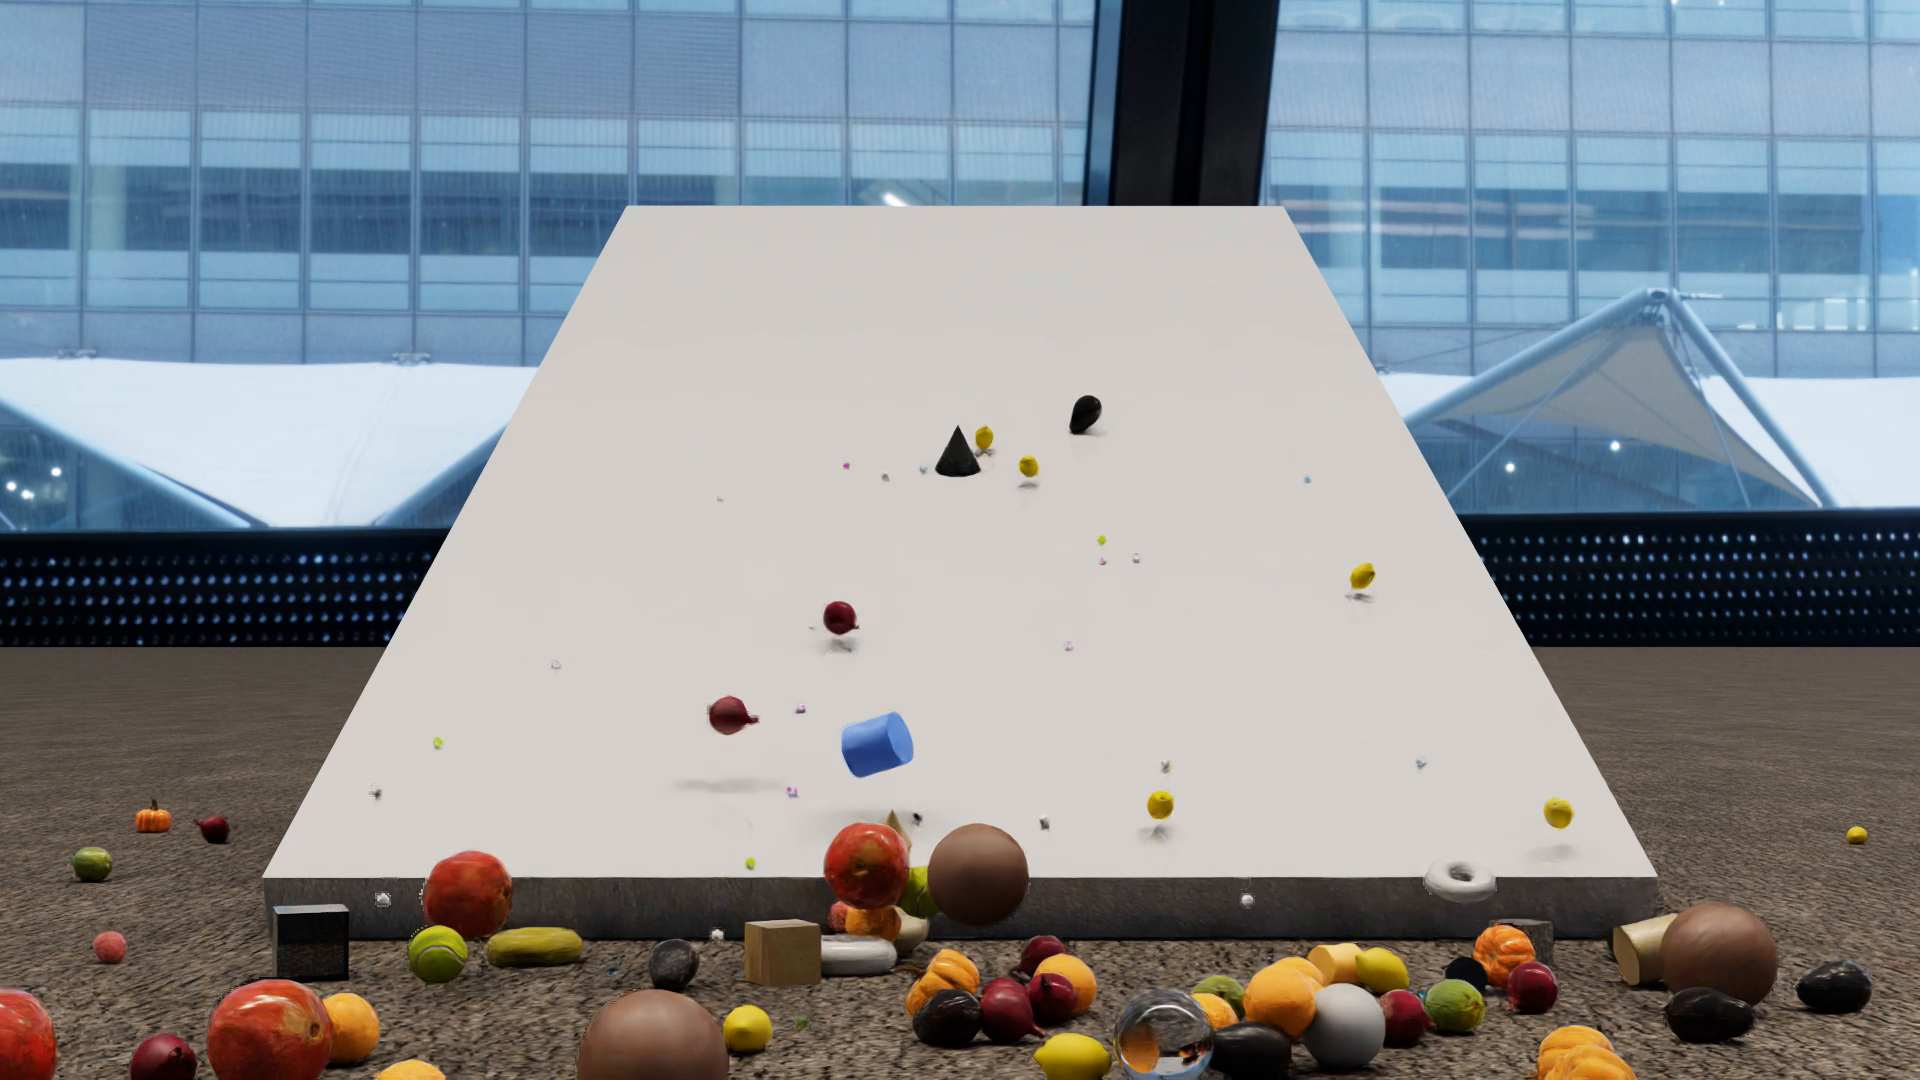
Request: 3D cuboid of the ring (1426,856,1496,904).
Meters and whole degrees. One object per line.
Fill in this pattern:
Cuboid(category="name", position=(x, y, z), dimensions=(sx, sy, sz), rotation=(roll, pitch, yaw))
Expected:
Cuboid(category="ring", position=(0.709, 0.482, 3.257), dimensions=(0.098, 0.033, 0.098), rotation=(0, 25, 0))

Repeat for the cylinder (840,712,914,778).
Cuboid(category="cylinder", position=(-0.124, 0.307, 3.438), dimensions=(0.080, 0.080, 0.080), rotation=(-20, -10, 21))

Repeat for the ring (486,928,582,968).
Cuboid(category="ring", position=(-0.567, 0.543, 3.061), dimensions=(0.128, 0.043, 0.128), rotation=(-1, -2, 0))

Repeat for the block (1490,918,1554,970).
Cuboid(category="block", position=(0.742, 0.534, 3.034), dimensions=(0.058, 0.058, 0.058), rotation=(2, -3, -35))

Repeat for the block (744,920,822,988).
Cuboid(category="block", position=(-0.224, 0.521, 2.899), dimensions=(0.072, 0.072, 0.072), rotation=(1, -3, -30))

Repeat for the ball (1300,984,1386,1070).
Cuboid(category="ball", position=(0.385, 0.489, 2.307), dimensions=(0.085, 0.085, 0.085), rotation=(0, -3, 0))

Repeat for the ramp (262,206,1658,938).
Cuboid(category="ramp", position=(-0.007, -0.221, 5.162), dimensions=(2.000, 0.100, 4.000), rotation=(0, 22, 0))

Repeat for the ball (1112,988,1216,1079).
Cuboid(category="ball", position=(0.195, 0.477, 2.195), dimensions=(0.097, 0.097, 0.097), rotation=(0, -3, 0))

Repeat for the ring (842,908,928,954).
Cuboid(category="ring", position=(-0.103, 0.538, 3.146), dimensions=(0.123, 0.041, 0.123), rotation=(-10, 9, 2))

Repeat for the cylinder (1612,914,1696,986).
Cuboid(category="cylinder", position=(0.865, 0.510, 2.862), dimensions=(0.074, 0.074, 0.074), rotation=(-12, -1, -7))

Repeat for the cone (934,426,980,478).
Cuboid(category="cone", position=(-0.005, -0.196, 4.835), dimensions=(0.098, 0.098, 0.098), rotation=(0, 22, 0))

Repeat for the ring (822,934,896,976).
Cuboid(category="ring", position=(-0.148, 0.539, 2.982), dimensions=(0.131, 0.044, 0.131), rotation=(1, -3, 0))

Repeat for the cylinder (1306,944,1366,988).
Cuboid(category="cylinder", position=(0.467, 0.528, 2.848), dimensions=(0.052, 0.052, 0.052), rotation=(2, -3, -32))

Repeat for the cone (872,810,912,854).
Cuboid(category="cone", position=(-0.100, 0.420, 3.365), dimensions=(0.060, 0.060, 0.060), rotation=(0, 22, 0))

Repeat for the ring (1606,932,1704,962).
Cuboid(category="ring", position=(0.931, 0.544, 3.075), dimensions=(0.126, 0.042, 0.126), rotation=(1, -3, 0))

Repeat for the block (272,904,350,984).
Cuboid(category="block", position=(-0.830, 0.515, 2.933), dimensions=(0.087, 0.087, 0.087), rotation=(1, -3, -21))
